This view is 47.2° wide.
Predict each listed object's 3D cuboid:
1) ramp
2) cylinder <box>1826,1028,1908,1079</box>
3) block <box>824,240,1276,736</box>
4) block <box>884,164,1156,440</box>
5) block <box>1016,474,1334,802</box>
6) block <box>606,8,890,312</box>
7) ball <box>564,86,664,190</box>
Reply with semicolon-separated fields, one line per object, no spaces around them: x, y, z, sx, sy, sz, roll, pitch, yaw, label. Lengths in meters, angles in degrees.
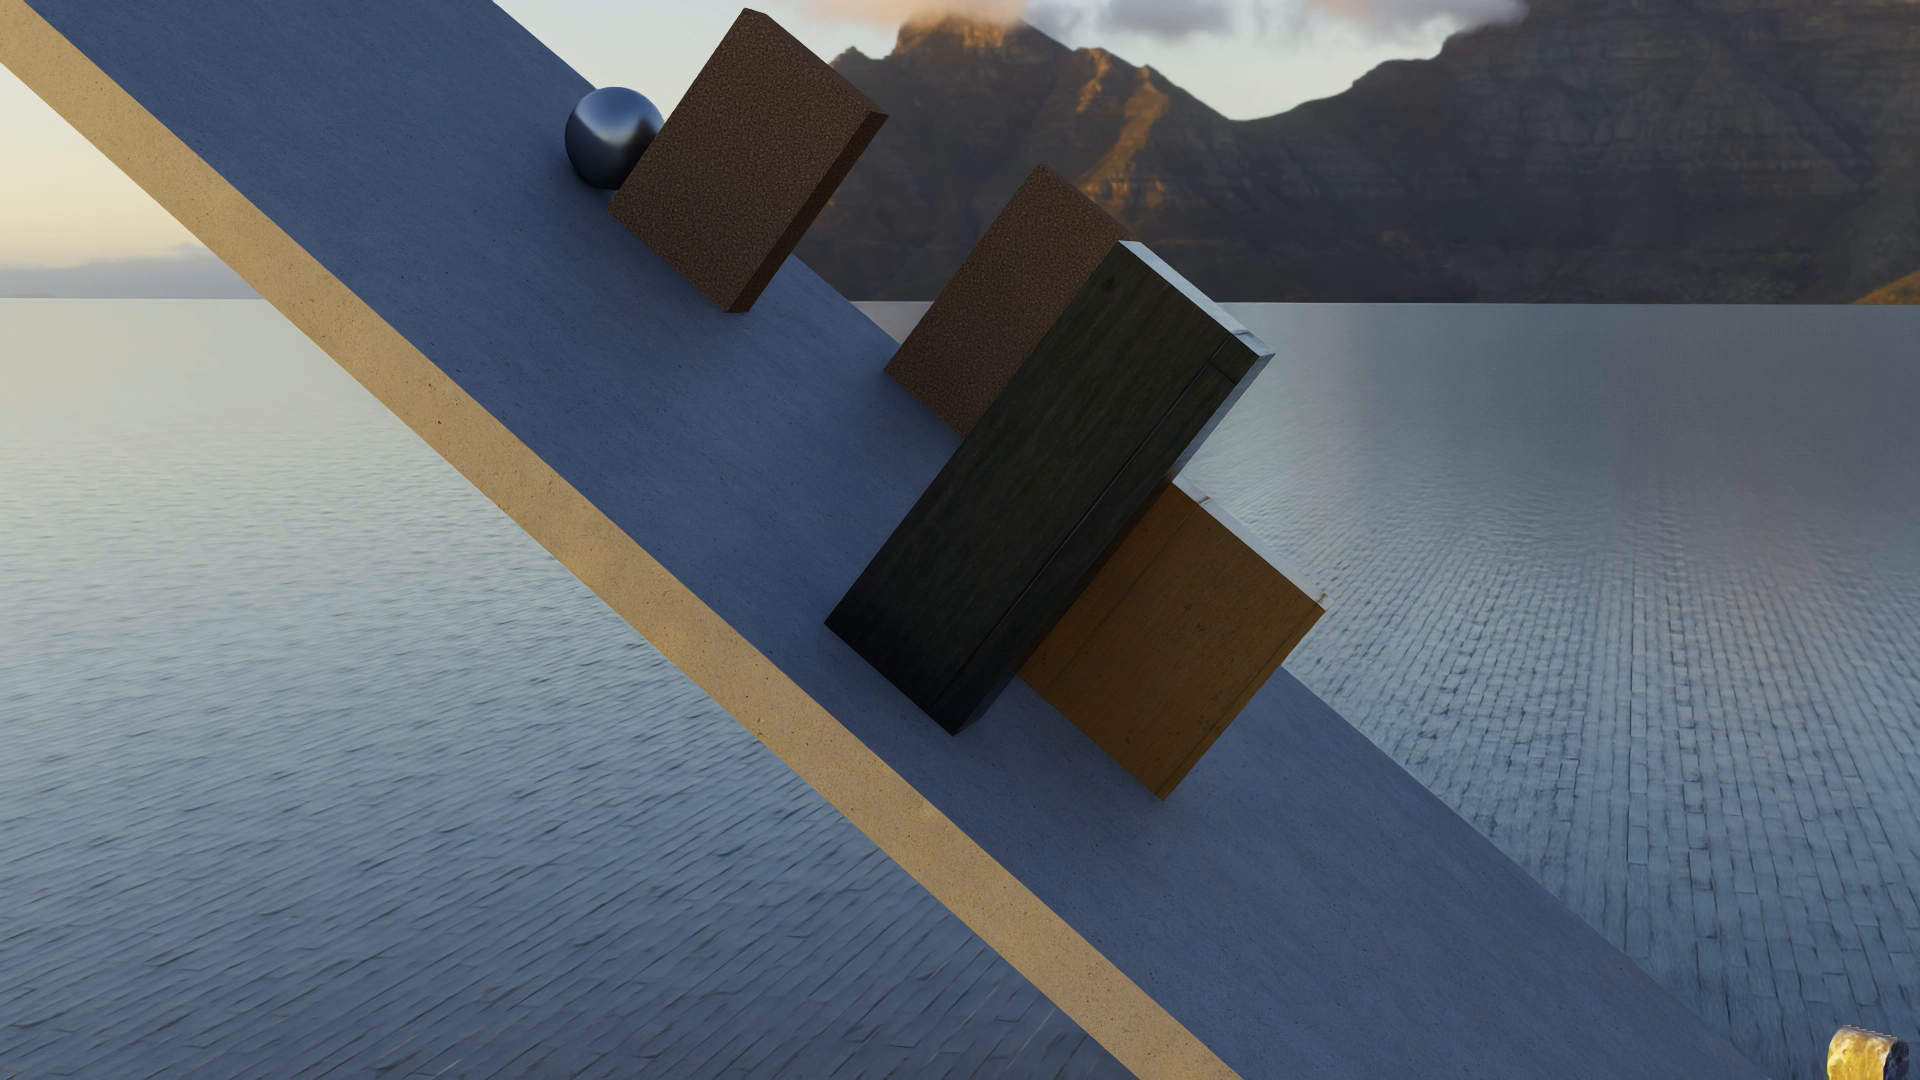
-0.023;0.076;4.051;4.000;0.100;2.000;41;16;9;ramp
2.060;1.185;4.992;0.128;0.128;0.128;-6;9;-43;cylinder
0.129;-0.074;3.280;0.262;0.730;0.146;41;16;9;block
0.126;-0.489;4.731;0.304;0.560;0.096;41;16;9;block
0.341;0.151;3.676;0.366;0.424;0.106;41;16;9;block
-0.426;-0.751;4.381;0.331;0.495;0.113;41;16;9;block
-0.703;-0.821;4.495;0.209;0.209;0.209;0;7;0;ball
